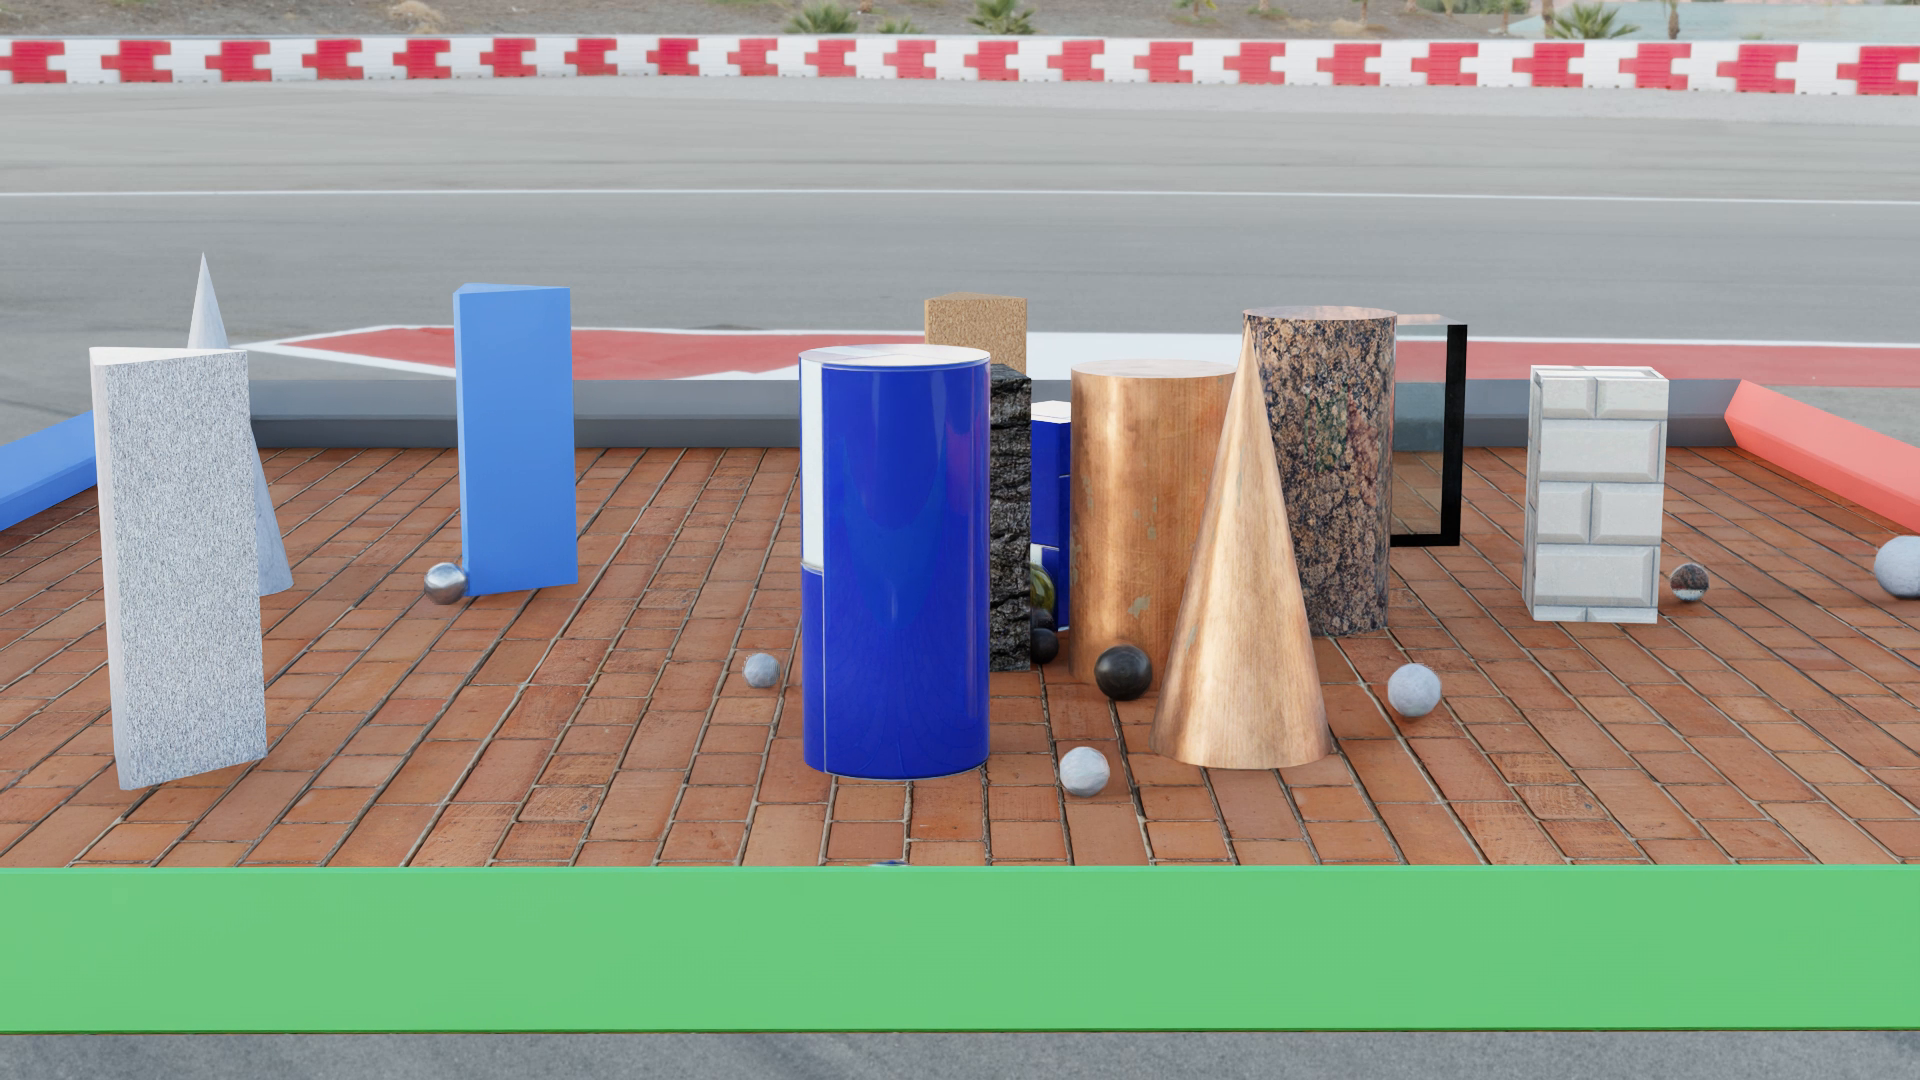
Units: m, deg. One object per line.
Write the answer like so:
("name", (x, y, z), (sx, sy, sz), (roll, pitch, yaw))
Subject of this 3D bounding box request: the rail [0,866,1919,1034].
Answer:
("rail", (0.009, 0.307, 1.968), (3.039, 0.130, 0.045), (0, 10, 0))

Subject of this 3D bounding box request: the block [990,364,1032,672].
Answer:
("block", (-0.008, -0.029, 3.162), (0.160, 0.358, 0.160), (-2, 11, -11))

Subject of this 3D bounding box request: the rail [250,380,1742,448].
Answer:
("rail", (-0.009, -0.240, 4.929), (3.039, 0.130, 0.045), (0, 10, 0))

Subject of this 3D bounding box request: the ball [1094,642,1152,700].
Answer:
("ball", (0.189, 0.153, 2.979), (0.067, 0.067, 0.067), (0, 10, 0))

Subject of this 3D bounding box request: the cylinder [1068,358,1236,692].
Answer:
("cylinder", (0.232, -0.022, 3.089), (0.200, 0.372, 0.200), (0, 10, 0))

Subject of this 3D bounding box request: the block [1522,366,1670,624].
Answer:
("block", (0.852, -0.064, 3.452), (0.160, 0.323, 0.160), (1, 11, 6))

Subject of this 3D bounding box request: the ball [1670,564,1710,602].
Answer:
("ball", (1.004, 0.059, 3.532), (0.052, 0.052, 0.052), (0, 10, 0))

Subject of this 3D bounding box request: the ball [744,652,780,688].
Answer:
("ball", (-0.234, 0.155, 3.037), (0.042, 0.042, 0.042), (0, 10, 0))

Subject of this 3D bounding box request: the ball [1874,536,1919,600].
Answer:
("ball", (1.310, 0.038, 3.546), (0.088, 0.088, 0.088), (0, 10, 0))

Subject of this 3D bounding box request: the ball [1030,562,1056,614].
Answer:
("ball", (0.074, 0.074, 3.322), (0.099, 0.099, 0.099), (0, 10, 0))

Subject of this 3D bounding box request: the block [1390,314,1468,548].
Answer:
("block", (0.680, -0.172, 3.982), (0.160, 0.341, 0.160), (-1, 11, -6))

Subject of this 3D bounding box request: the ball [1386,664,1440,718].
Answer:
("ball", (0.513, 0.171, 2.903), (0.060, 0.060, 0.060), (0, 10, 0))

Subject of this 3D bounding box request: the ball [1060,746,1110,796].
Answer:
("ball", (0.125, 0.234, 2.589), (0.051, 0.051, 0.051), (0, 10, 0))

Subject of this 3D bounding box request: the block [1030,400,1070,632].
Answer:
("block", (0.128, -0.036, 3.433), (0.160, 0.274, 0.160), (10, 15, 44))

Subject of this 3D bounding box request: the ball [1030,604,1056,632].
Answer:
("ball", (0.092, 0.110, 3.239), (0.057, 0.057, 0.057), (0, 10, 0))

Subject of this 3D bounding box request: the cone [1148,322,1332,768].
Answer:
("cone", (0.304, -0.005, 2.748), (0.200, 0.463, 0.200), (0, 10, 0))

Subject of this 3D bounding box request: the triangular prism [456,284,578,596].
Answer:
("triangular prism", (-0.658, -0.148, 3.638), (0.173, 0.421, 0.150), (-7, 13, -34))

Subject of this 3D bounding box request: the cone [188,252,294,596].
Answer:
("cone", (-1.047, -0.167, 3.591), (0.200, 0.474, 0.200), (0, 10, 0))

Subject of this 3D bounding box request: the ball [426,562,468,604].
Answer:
("ball", (-0.703, 0.059, 3.512), (0.057, 0.057, 0.057), (0, 10, 0))

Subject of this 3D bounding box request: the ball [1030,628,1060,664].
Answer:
("ball", (0.101, 0.130, 3.166), (0.044, 0.044, 0.044), (0, 10, 0))

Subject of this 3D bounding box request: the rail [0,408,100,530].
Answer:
("rail", (-1.496, 0.035, 3.440), (0.045, 0.130, 3.058), (0, 10, 0))

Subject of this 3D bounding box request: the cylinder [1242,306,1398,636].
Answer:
("cylinder", (0.468, -0.095, 3.377), (0.200, 0.410, 0.200), (0, 10, 0))

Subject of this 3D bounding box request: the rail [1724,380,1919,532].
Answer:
("rail", (1.496, 0.032, 3.457), (0.045, 0.130, 3.058), (0, 10, 0))

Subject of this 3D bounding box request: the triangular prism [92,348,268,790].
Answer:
("triangular prism", (-0.853, 0.020, 2.686), (0.150, 0.435, 0.173), (9, 14, 39))

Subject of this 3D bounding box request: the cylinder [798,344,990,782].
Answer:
("cylinder", (-0.068, 0.019, 2.705), (0.200, 0.431, 0.200), (0, 10, 0))

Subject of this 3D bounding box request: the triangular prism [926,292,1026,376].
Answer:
("triangular prism", (0.014, -0.253, 4.432), (0.173, 0.338, 0.150), (-2, 11, -10))

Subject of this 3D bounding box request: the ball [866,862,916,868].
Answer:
("ball", (-0.057, 0.306, 2.087), (0.090, 0.090, 0.090), (0, 10, 0))
